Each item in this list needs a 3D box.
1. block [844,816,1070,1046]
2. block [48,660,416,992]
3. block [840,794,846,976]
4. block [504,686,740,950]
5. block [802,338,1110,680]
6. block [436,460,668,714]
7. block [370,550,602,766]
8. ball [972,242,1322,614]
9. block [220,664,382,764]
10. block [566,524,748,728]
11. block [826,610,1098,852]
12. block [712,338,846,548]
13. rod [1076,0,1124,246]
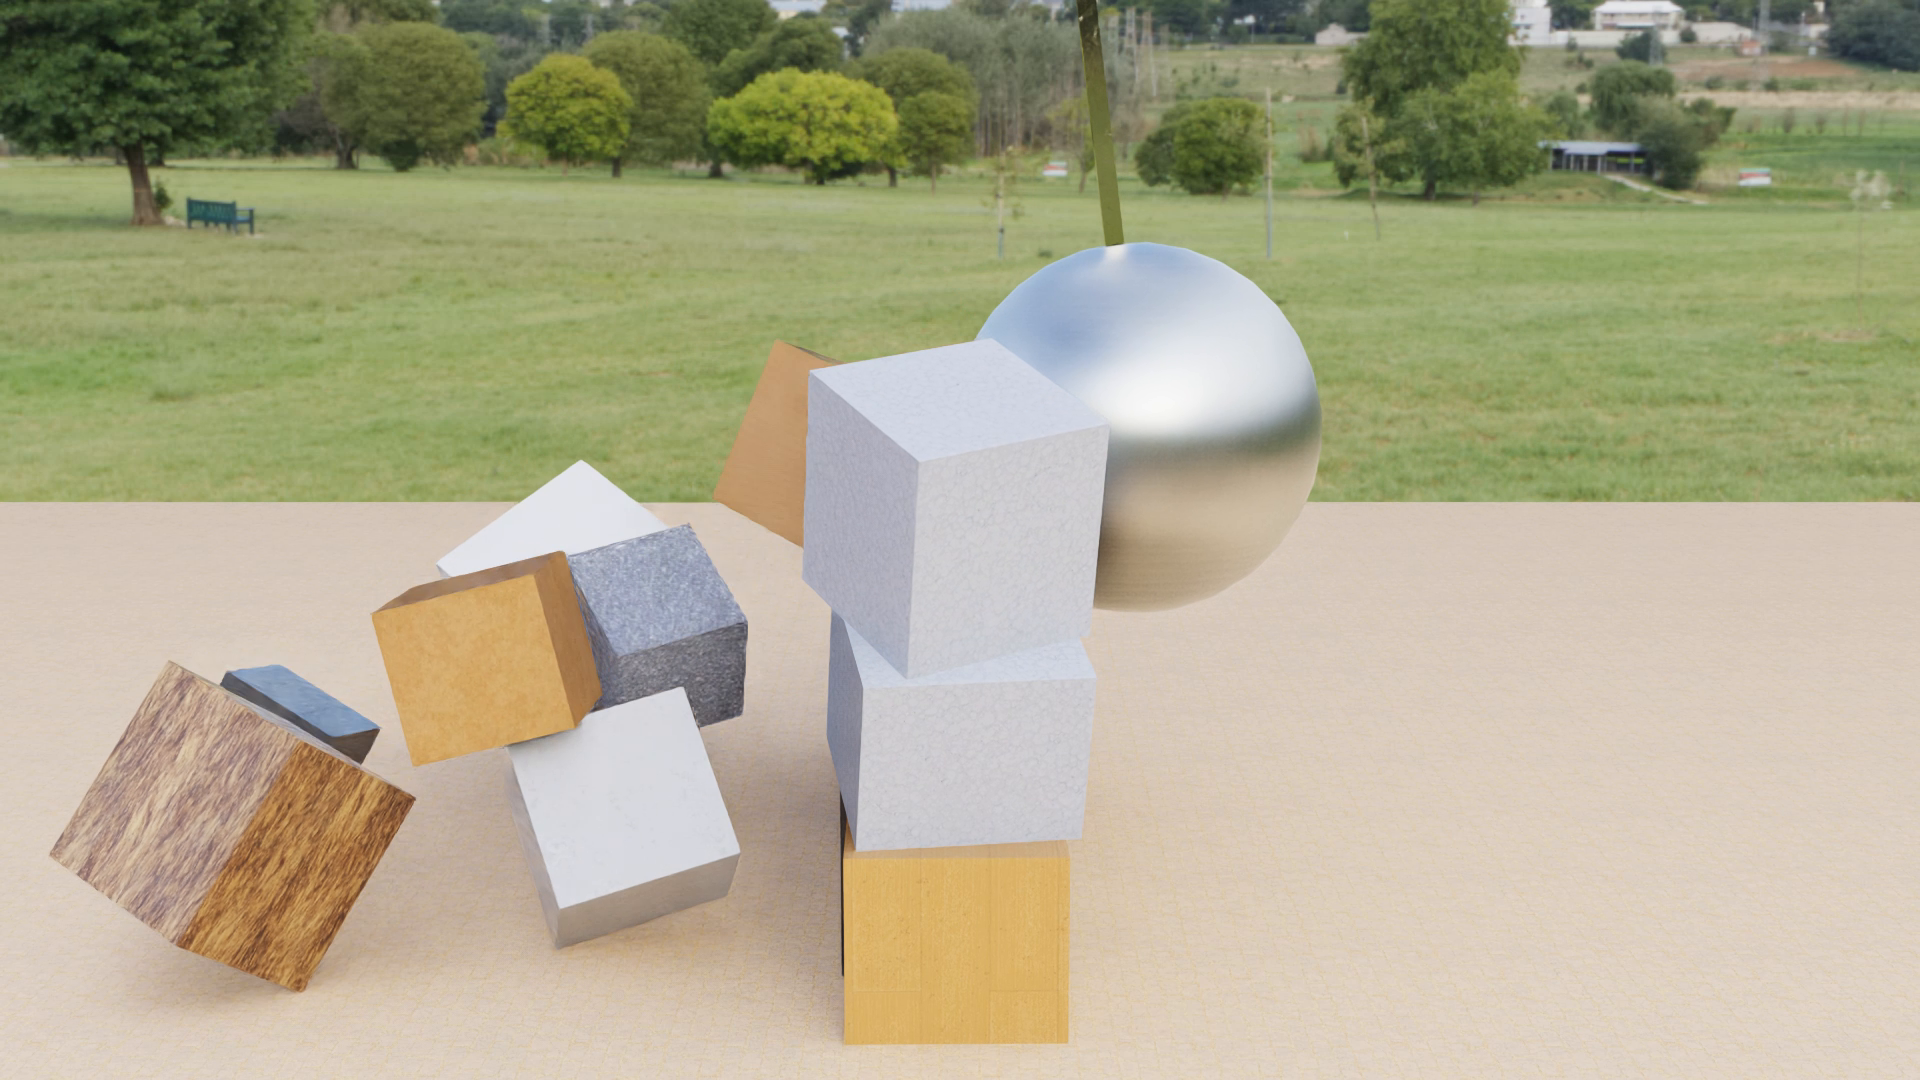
[{"bbox_3d":[-0.019,1.434,9.699,0.820,0.709,0.735,0,10,-1],"label":"block"},{"bbox_3d":[-2.803,1.108,9.921,0.819,0.859,0.720,24,-10,33],"label":"block"},{"bbox_3d":[-0.038,1.213,10.451,0.885,0.875,0.812,0,10,-2],"label":"block"},{"bbox_3d":[-1.376,1.126,10.347,0.735,0.724,0.630,-16,-20,-17],"label":"block"},{"bbox_3d":[-0.034,-0.131,9.379,0.772,0.864,0.817,-12,32,-28],"label":"block"},{"bbox_3d":[-1.865,0.409,12.909,0.921,0.972,0.961,-38,53,-23],"label":"block"},{"bbox_3d":[-1.869,0.459,10.226,0.648,0.618,0.729,-14,7,2],"label":"block"},{"bbox_3d":[0.761,-0.483,11.092,1.600,1.600,1.600,0,10,0],"label":"ball"},{"bbox_3d":[-3.123,0.958,11.776,0.586,0.521,0.531,30,6,9],"label":"block"},{"bbox_3d":[-1.407,0.444,11.778,0.619,0.621,0.682,-16,48,-23],"label":"block"},{"bbox_3d":[-0.016,0.629,9.615,0.846,0.696,0.797,-2,28,-11],"label":"block"},{"bbox_3d":[-0.528,-0.375,12.271,0.757,0.823,0.786,27,7,41],"label":"block"},{"bbox_3d":[0.330,-3.802,10.489,0.080,5.200,0.080,-7,10,1],"label":"rod"}]
